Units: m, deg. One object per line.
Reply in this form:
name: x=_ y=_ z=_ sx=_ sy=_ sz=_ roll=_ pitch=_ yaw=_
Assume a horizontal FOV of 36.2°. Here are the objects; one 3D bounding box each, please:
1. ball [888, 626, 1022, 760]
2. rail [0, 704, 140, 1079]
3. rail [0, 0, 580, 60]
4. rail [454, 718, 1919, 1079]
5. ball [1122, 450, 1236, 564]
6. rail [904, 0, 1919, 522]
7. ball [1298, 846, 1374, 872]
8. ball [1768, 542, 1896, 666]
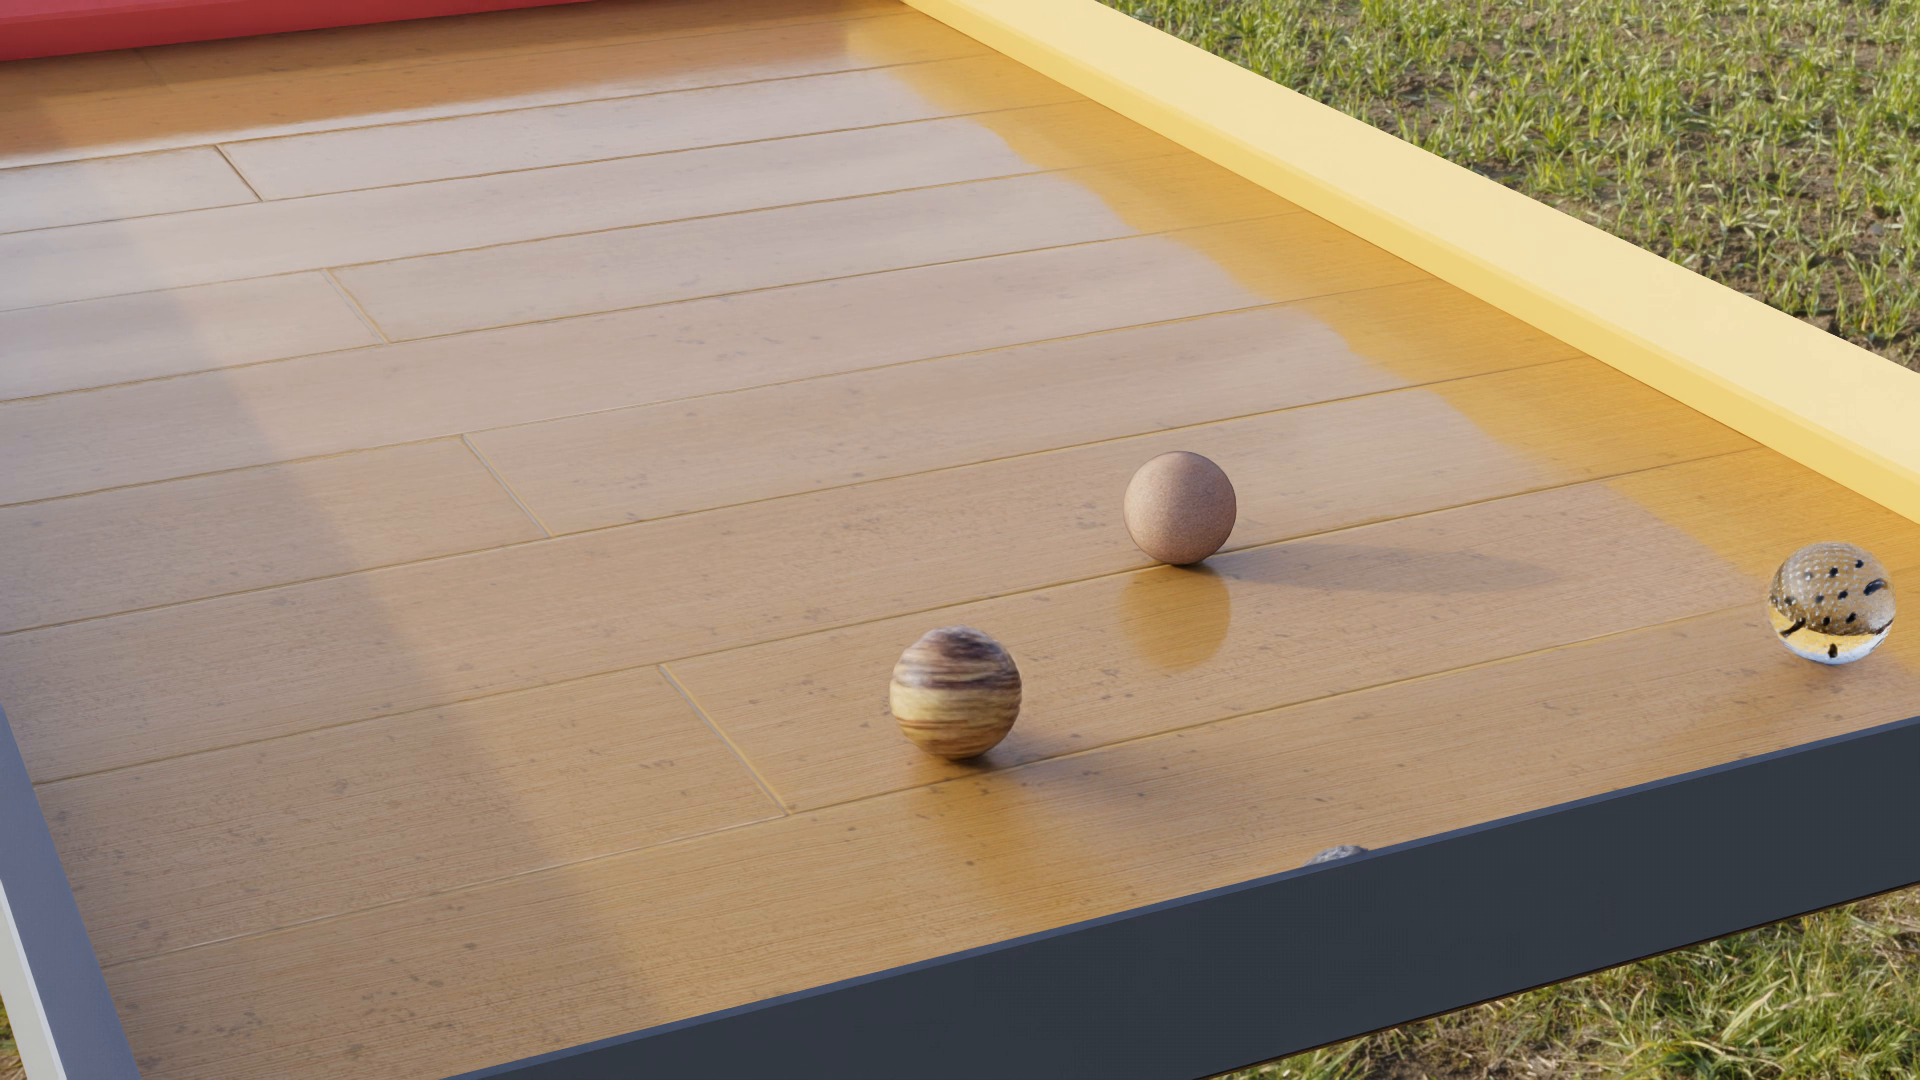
ball: x=-0.003 y=0.102 z=1.973 sx=0.089 sy=0.089 sz=0.089 roll=0 pitch=23 yaw=0
rail: x=-0.934 y=-0.134 z=2.478 sx=0.045 sy=0.118 sz=2.628 roll=-11 pitch=26 yaw=-23
rail: x=-0.824 y=-0.722 z=3.831 sx=1.496 sy=0.118 sz=0.045 roll=-11 pitch=26 yaw=-23
rail: x=0.268 y=0.210 z=1.687 sx=1.496 sy=0.118 sz=0.045 roll=-11 pitch=26 yaw=-23
ball: x=0.169 y=-0.025 z=2.267 sx=0.088 sy=0.088 sz=0.088 roll=0 pitch=23 yaw=0
rail: x=0.379 y=-0.378 z=3.040 sx=0.045 sy=0.118 sz=2.628 roll=-11 pitch=26 yaw=-23
ball: x=0.229 y=0.216 z=1.732 sx=0.072 sy=0.072 sz=0.072 roll=0 pitch=23 yaw=0
ball: x=0.624 y=0.045 z=2.104 sx=0.088 sy=0.088 sz=0.088 roll=0 pitch=23 yaw=0
